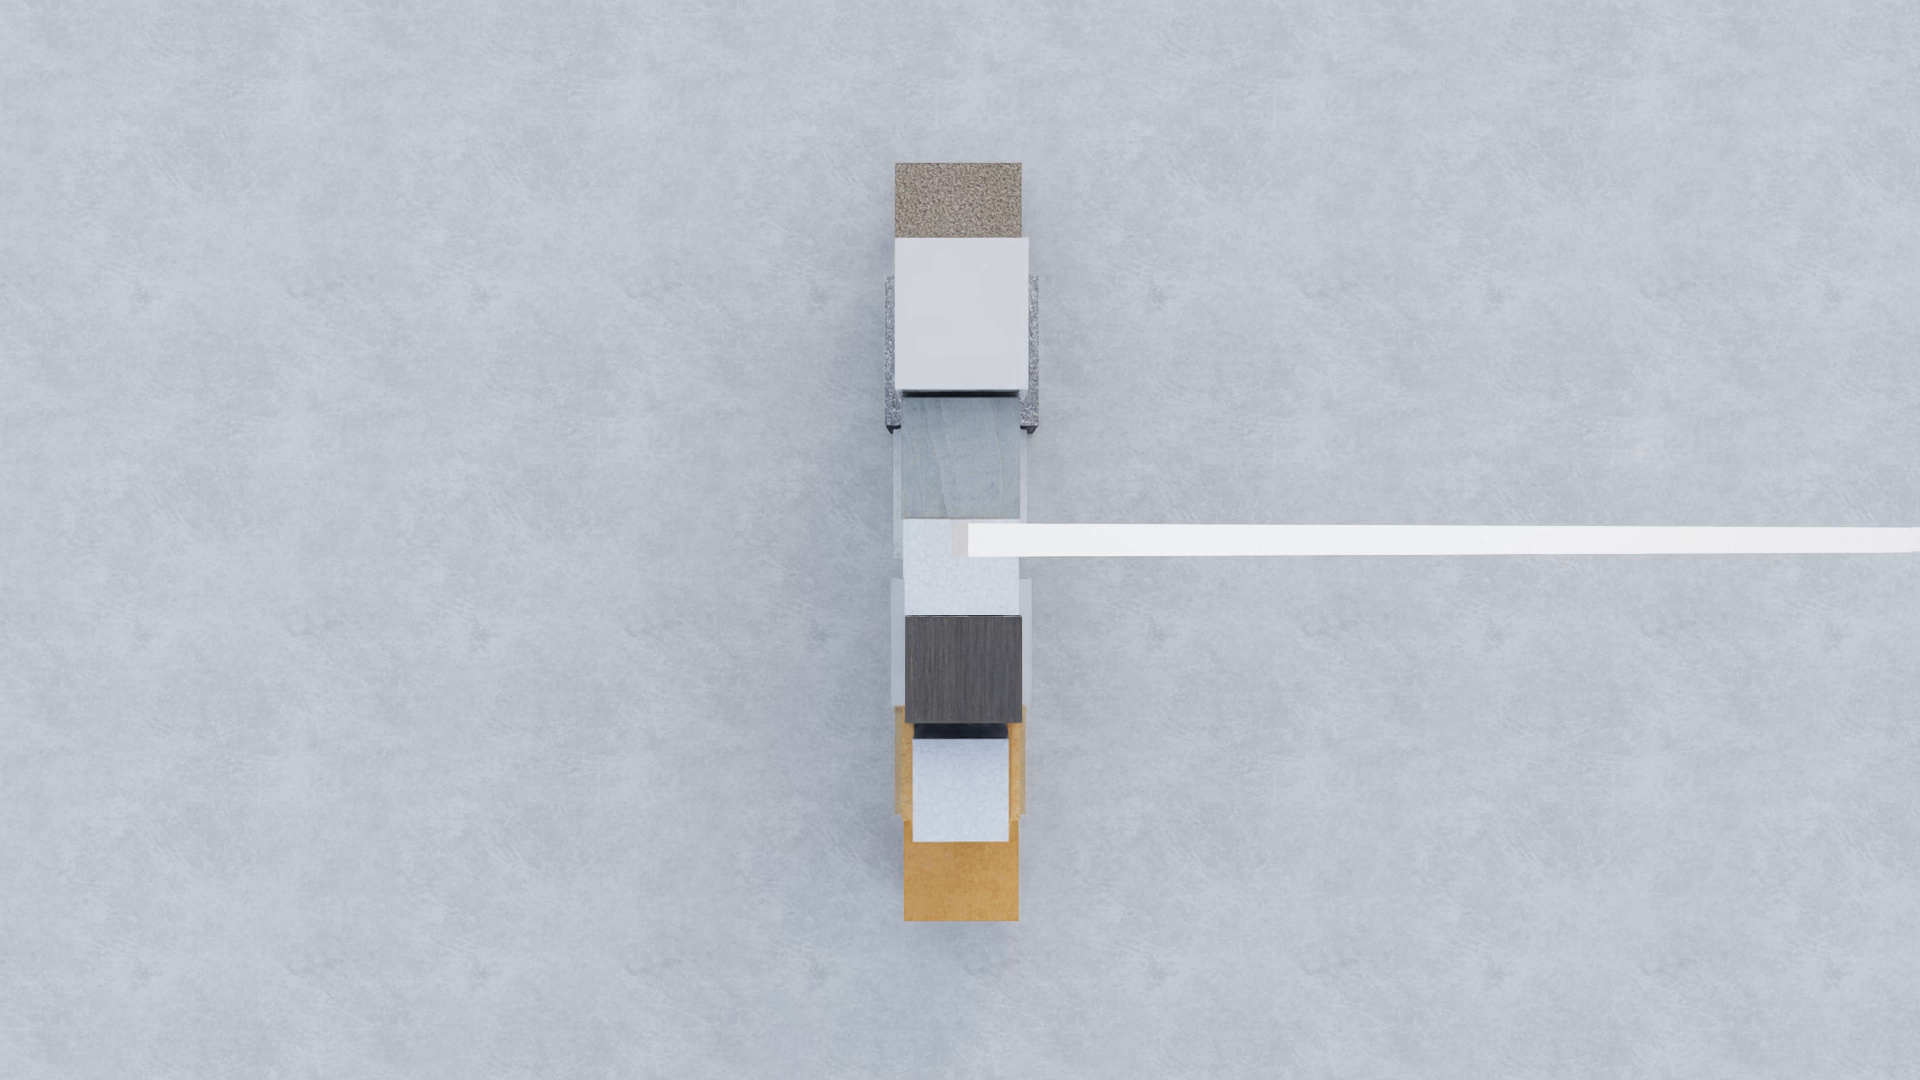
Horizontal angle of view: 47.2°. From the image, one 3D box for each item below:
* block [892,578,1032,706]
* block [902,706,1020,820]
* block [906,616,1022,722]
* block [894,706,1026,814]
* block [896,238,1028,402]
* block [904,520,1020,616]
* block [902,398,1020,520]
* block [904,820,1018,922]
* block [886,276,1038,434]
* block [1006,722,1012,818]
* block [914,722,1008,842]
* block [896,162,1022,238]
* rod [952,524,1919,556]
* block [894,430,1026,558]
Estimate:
[{"bbox_3d":[0.006,0.508,11.153,0.688,0.694,0.625,0,89,0],"label":"block"},{"bbox_3d":[0.004,1.175,11.863,0.620,0.659,0.593,0,90,0],"label":"block"},{"bbox_3d":[0.017,0.611,10.561,0.550,0.486,0.496,0,89,0],"label":"block"},{"bbox_3d":[0.000,1.131,12.596,0.723,0.808,0.781,0,90,0],"label":"block"},{"bbox_3d":[0.008,-1.052,10.616,0.622,0.666,0.707,0,89,0],"label":"block"},{"bbox_3d":[0.009,0.132,10.571,0.537,0.472,0.458,0,90,0],"label":"block"},{"bbox_3d":[0.004,-0.386,10.681,0.563,0.533,0.576,0,90,0],"label":"block"},{"bbox_3d":[0.007,1.831,12.643,0.642,0.714,0.600,0,90,0],"label":"block"},{"bbox_3d":[0.010,-1.037,12.531,0.842,0.939,0.818,0,90,0],"label":"block"},{"bbox_3d":[0.019,1.116,11.282,0.480,0.463,0.525,0,95,0],"label":"block"},{"bbox_3d":[0.005,1.174,10.774,0.457,0.559,0.495,0,95,0],"label":"block"},{"bbox_3d":[-0.009,-1.794,12.707,0.715,0.586,0.674,0,90,0],"label":"block"},{"bbox_3d":[2.234,0.000,6.699,5.200,0.080,0.080,0,90,-31],"label":"rod"},{"bbox_3d":[0.001,-0.258,12.646,0.746,0.708,0.720,0,90,0],"label":"block"}]
